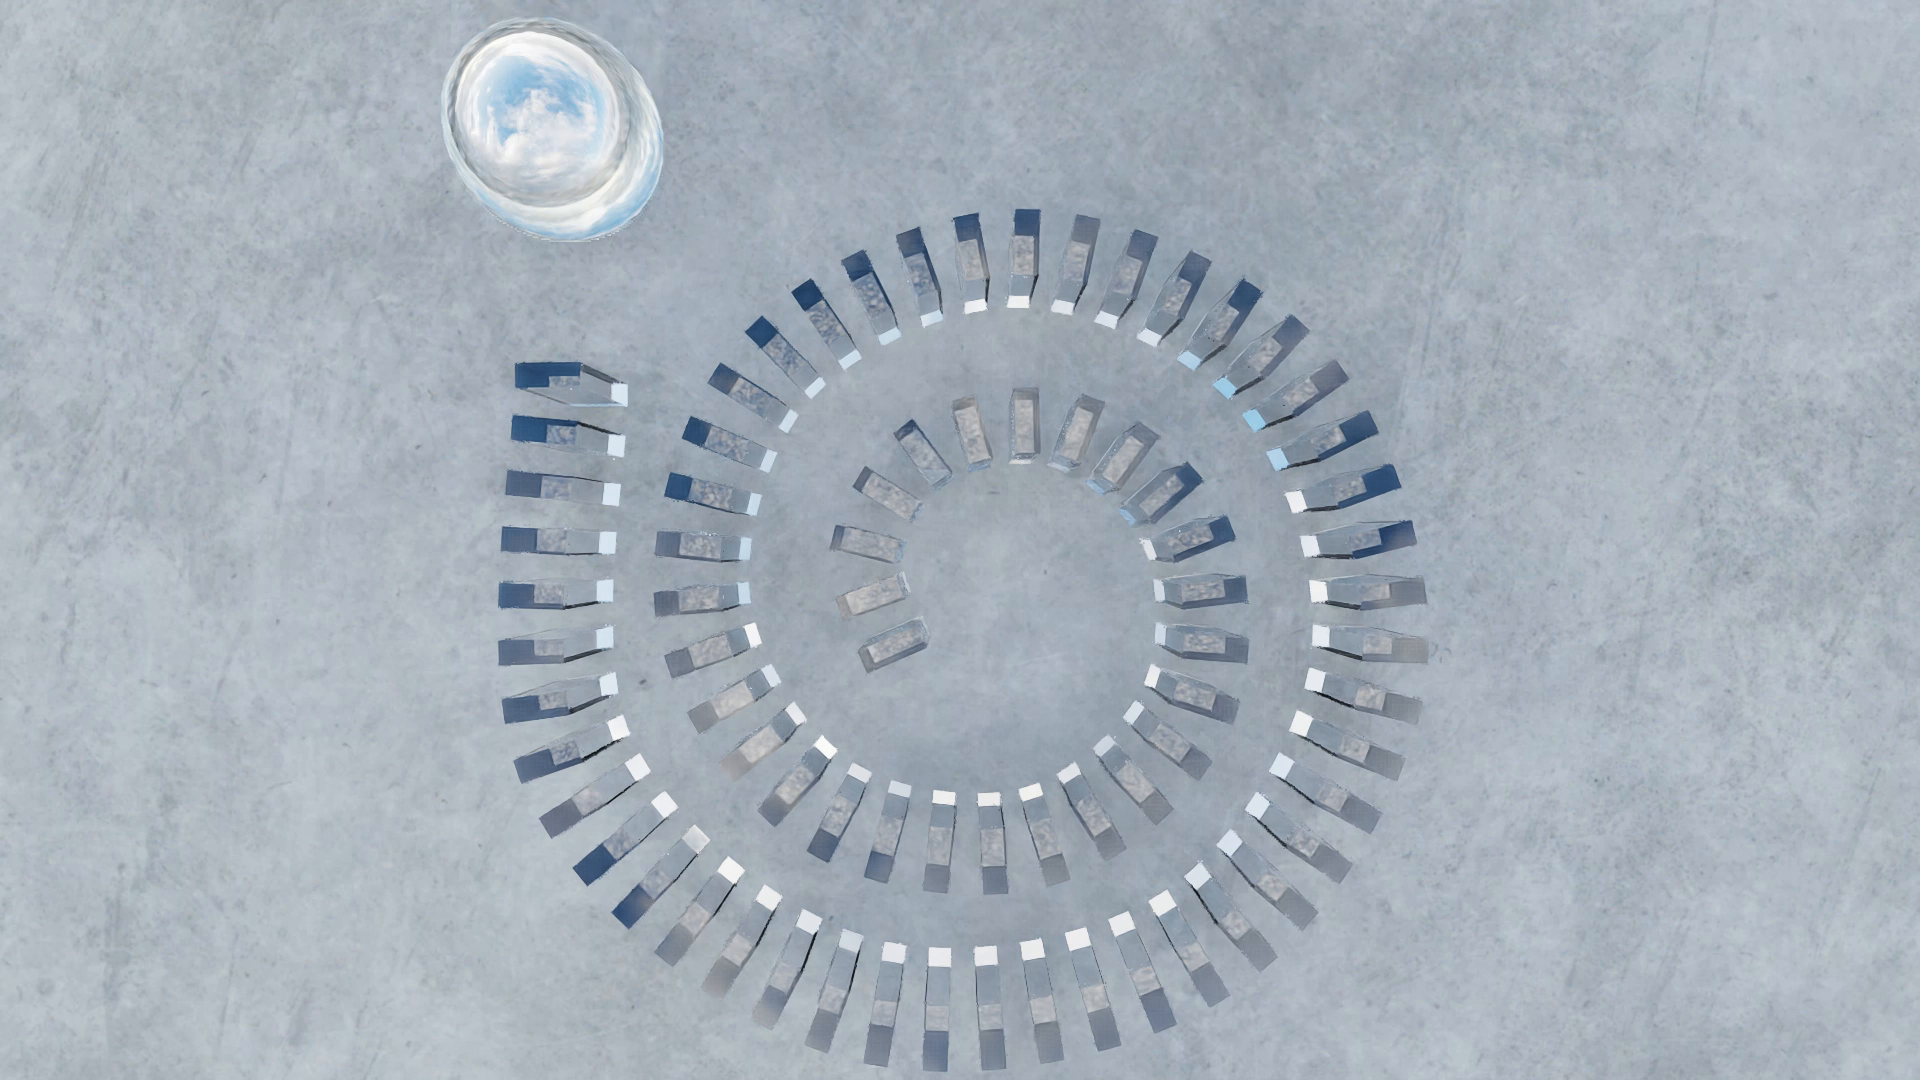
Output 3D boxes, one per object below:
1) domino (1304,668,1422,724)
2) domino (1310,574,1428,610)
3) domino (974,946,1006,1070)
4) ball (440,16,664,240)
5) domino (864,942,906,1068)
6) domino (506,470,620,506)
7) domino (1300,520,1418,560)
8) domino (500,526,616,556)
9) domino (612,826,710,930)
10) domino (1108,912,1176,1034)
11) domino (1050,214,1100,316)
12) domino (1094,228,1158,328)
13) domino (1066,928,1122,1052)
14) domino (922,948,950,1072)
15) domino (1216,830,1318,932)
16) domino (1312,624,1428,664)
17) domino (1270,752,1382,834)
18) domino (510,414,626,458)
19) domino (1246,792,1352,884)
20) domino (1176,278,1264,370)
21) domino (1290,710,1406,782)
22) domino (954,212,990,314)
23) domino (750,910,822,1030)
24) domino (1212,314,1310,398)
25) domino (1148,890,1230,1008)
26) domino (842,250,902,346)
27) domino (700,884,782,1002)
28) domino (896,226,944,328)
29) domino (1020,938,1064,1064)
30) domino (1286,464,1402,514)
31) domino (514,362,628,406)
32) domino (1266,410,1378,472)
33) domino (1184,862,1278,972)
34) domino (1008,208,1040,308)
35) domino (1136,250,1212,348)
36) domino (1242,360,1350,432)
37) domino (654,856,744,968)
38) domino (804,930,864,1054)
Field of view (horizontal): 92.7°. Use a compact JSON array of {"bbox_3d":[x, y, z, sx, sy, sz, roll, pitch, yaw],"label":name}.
[{"bbox_3d":[0.164,0.063,0.375,0.025,0.050,0.009,13,90,0],"label":"domino"},{"bbox_3d":[0.165,0.021,0.375,0.025,0.050,0.010,-7,90,0],"label":"domino"},{"bbox_3d":[0.012,0.190,0.375,0.010,0.050,0.025,-5,90,0],"label":"domino"},{"bbox_3d":[-0.158,-0.160,0.360,0.080,0.080,0.080,0,90,0],"label":"ball"},{"bbox_3d":[-0.030,0.188,0.375,0.009,0.050,0.025,10,90,0],"label":"domino"},{"bbox_3d":[-0.161,-0.021,0.375,0.025,0.050,0.010,5,90,0],"label":"domino"},{"bbox_3d":[0.162,0.000,0.375,0.025,0.050,0.010,-14,90,0],"label":"domino"},{"bbox_3d":[-0.163,0.000,0.375,0.025,0.050,0.010,4,90,0],"label":"domino"},{"bbox_3d":[-0.121,0.137,0.375,0.009,0.050,0.025,45,90,0],"label":"domino"},{"bbox_3d":[0.074,0.175,0.375,0.009,0.050,0.025,-23,90,0],"label":"domino"},{"bbox_3d":[0.047,-0.111,0.375,0.010,0.050,0.025,12,90,0],"label":"domino"},{"bbox_3d":[0.067,-0.106,0.375,0.009,0.050,0.025,19,90,0],"label":"domino"},{"bbox_3d":[0.054,0.182,0.375,0.010,0.050,0.025,-16,90,0],"label":"domino"},{"bbox_3d":[-0.009,0.191,0.375,0.009,0.050,0.025,2,90,0],"label":"domino"},{"bbox_3d":[0.125,0.138,0.375,0.025,0.050,0.010,40,90,0],"label":"domino"},{"bbox_3d":[0.166,0.042,0.375,0.025,0.050,0.009,2,90,0],"label":"domino"},{"bbox_3d":[0.148,0.103,0.375,0.025,0.050,0.010,28,90,0],"label":"domino"},{"bbox_3d":[-0.159,-0.042,0.375,0.025,0.050,0.009,5,90,0],"label":"domino"},{"bbox_3d":[0.137,0.121,0.375,0.025,0.050,0.009,34,90,0],"label":"domino"},{"bbox_3d":[0.105,-0.087,0.375,0.009,0.050,0.025,33,90,0],"label":"domino"},{"bbox_3d":[0.157,0.083,0.375,0.025,0.050,0.009,22,90,0],"label":"domino"},{"bbox_3d":[0.005,-0.112,0.375,0.010,0.050,0.025,-11,90,0],"label":"domino"},{"bbox_3d":[-0.070,0.174,0.375,0.010,0.050,0.025,28,90,0],"label":"domino"},{"bbox_3d":[0.122,-0.074,0.375,0.009,0.050,0.025,42,90,0],"label":"domino"},{"bbox_3d":[0.093,0.166,0.375,0.010,0.050,0.025,-31,90,0],"label":"domino"},{"bbox_3d":[-0.035,-0.098,0.375,0.009,0.050,0.025,-27,90,0],"label":"domino"},{"bbox_3d":[-0.088,0.163,0.375,0.010,0.050,0.025,34,90,0],"label":"domino"},{"bbox_3d":[-0.016,-0.106,0.375,0.009,0.050,0.025,-20,90,0],"label":"domino"},{"bbox_3d":[0.033,0.187,0.375,0.009,0.050,0.025,-10,90,0],"label":"domino"},{"bbox_3d":[0.155,-0.020,0.375,0.025,0.050,0.009,-20,90,0],"label":"domino"},{"bbox_3d":[-0.158,-0.063,0.375,0.025,0.050,0.010,0,90,0],"label":"domino"},{"bbox_3d":[0.147,-0.040,0.375,0.025,0.050,0.010,-27,90,0],"label":"domino"},{"bbox_3d":[0.110,0.153,0.375,0.009,0.050,0.025,-42,90,0],"label":"domino"},{"bbox_3d":[0.026,-0.114,0.375,0.009,0.050,0.025,1,90,0],"label":"domino"},{"bbox_3d":[0.087,-0.097,0.375,0.010,0.050,0.025,26,90,0],"label":"domino"},{"bbox_3d":[0.136,-0.058,0.375,0.025,0.050,0.010,-35,90,0],"label":"domino"},{"bbox_3d":[-0.105,0.151,0.375,0.010,0.050,0.025,39,90,0],"label":"domino"},{"bbox_3d":[-0.051,0.183,0.375,0.009,0.050,0.025,20,90,0],"label":"domino"}]
